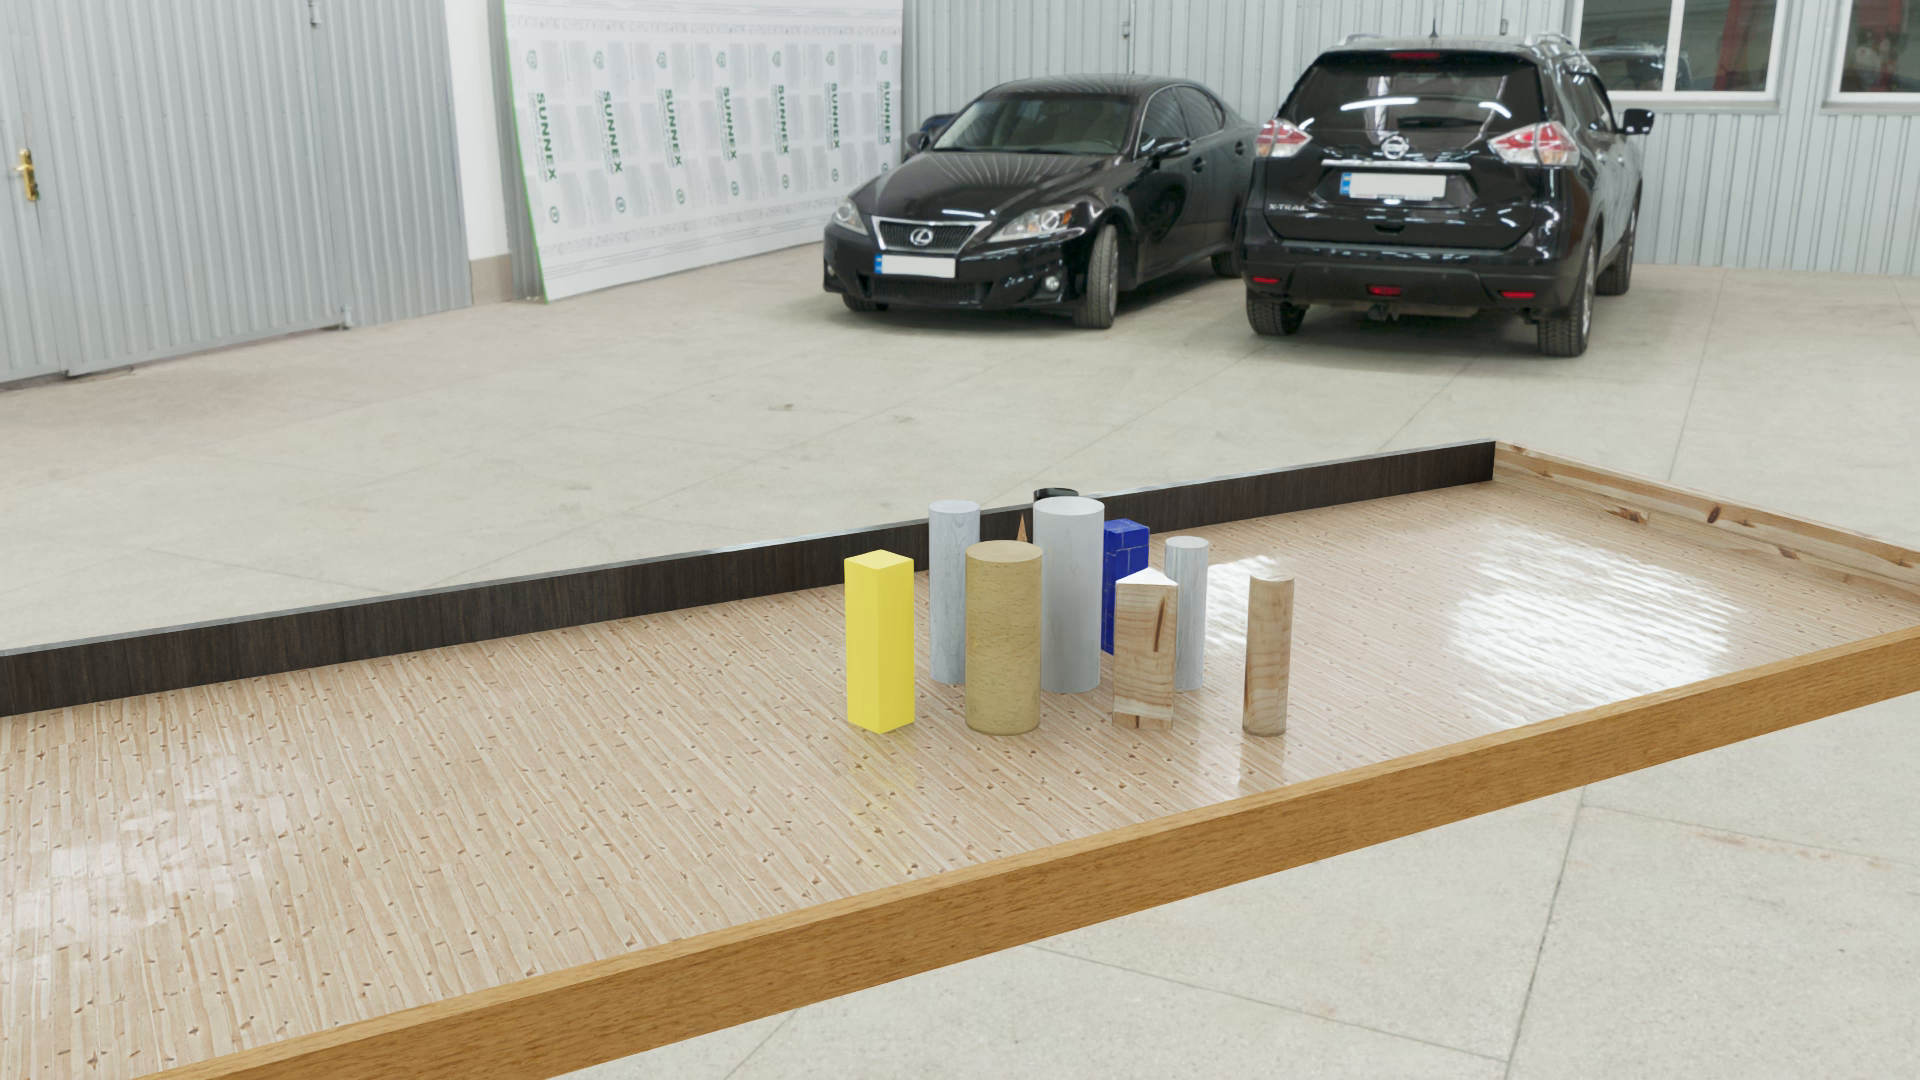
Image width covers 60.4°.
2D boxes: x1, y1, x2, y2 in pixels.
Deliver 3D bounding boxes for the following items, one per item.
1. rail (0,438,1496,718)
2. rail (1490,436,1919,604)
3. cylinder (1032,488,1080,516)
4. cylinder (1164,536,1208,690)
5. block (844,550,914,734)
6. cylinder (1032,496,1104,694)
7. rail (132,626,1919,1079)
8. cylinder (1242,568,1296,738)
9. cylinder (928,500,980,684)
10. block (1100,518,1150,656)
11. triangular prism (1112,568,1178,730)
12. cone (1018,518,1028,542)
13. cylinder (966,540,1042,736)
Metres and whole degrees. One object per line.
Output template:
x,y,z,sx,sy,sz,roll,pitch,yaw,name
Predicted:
-3.305,0.497,3.399,12.000,0.150,0.050,-9,18,-27,rail
2.466,-0.048,5.253,0.050,0.150,2.100,-9,18,-27,rail
0.266,0.037,4.610,0.127,0.348,0.127,0,16,0,cylinder
0.556,0.181,4.086,0.106,0.368,0.106,0,16,0,cylinder
-0.186,0.236,3.842,0.112,0.400,0.112,-15,22,-42,block
0.265,0.135,4.088,0.174,0.456,0.174,0,16,0,cylinder
-2.336,1.006,1.665,12.000,0.150,0.050,-9,18,-27,rail
0.710,0.260,3.801,0.101,0.378,0.101,0,16,0,cylinder
-0.014,0.130,4.127,0.127,0.444,0.127,0,16,0,cylinder
0.419,0.122,4.348,0.107,0.333,0.107,-9,19,-29,block
0.436,0.253,3.865,0.139,0.355,0.121,3,17,9,triangular prism
0.162,0.108,4.331,0.137,0.370,0.137,0,16,0,cone
0.101,0.227,3.837,0.178,0.420,0.178,0,16,0,cylinder
